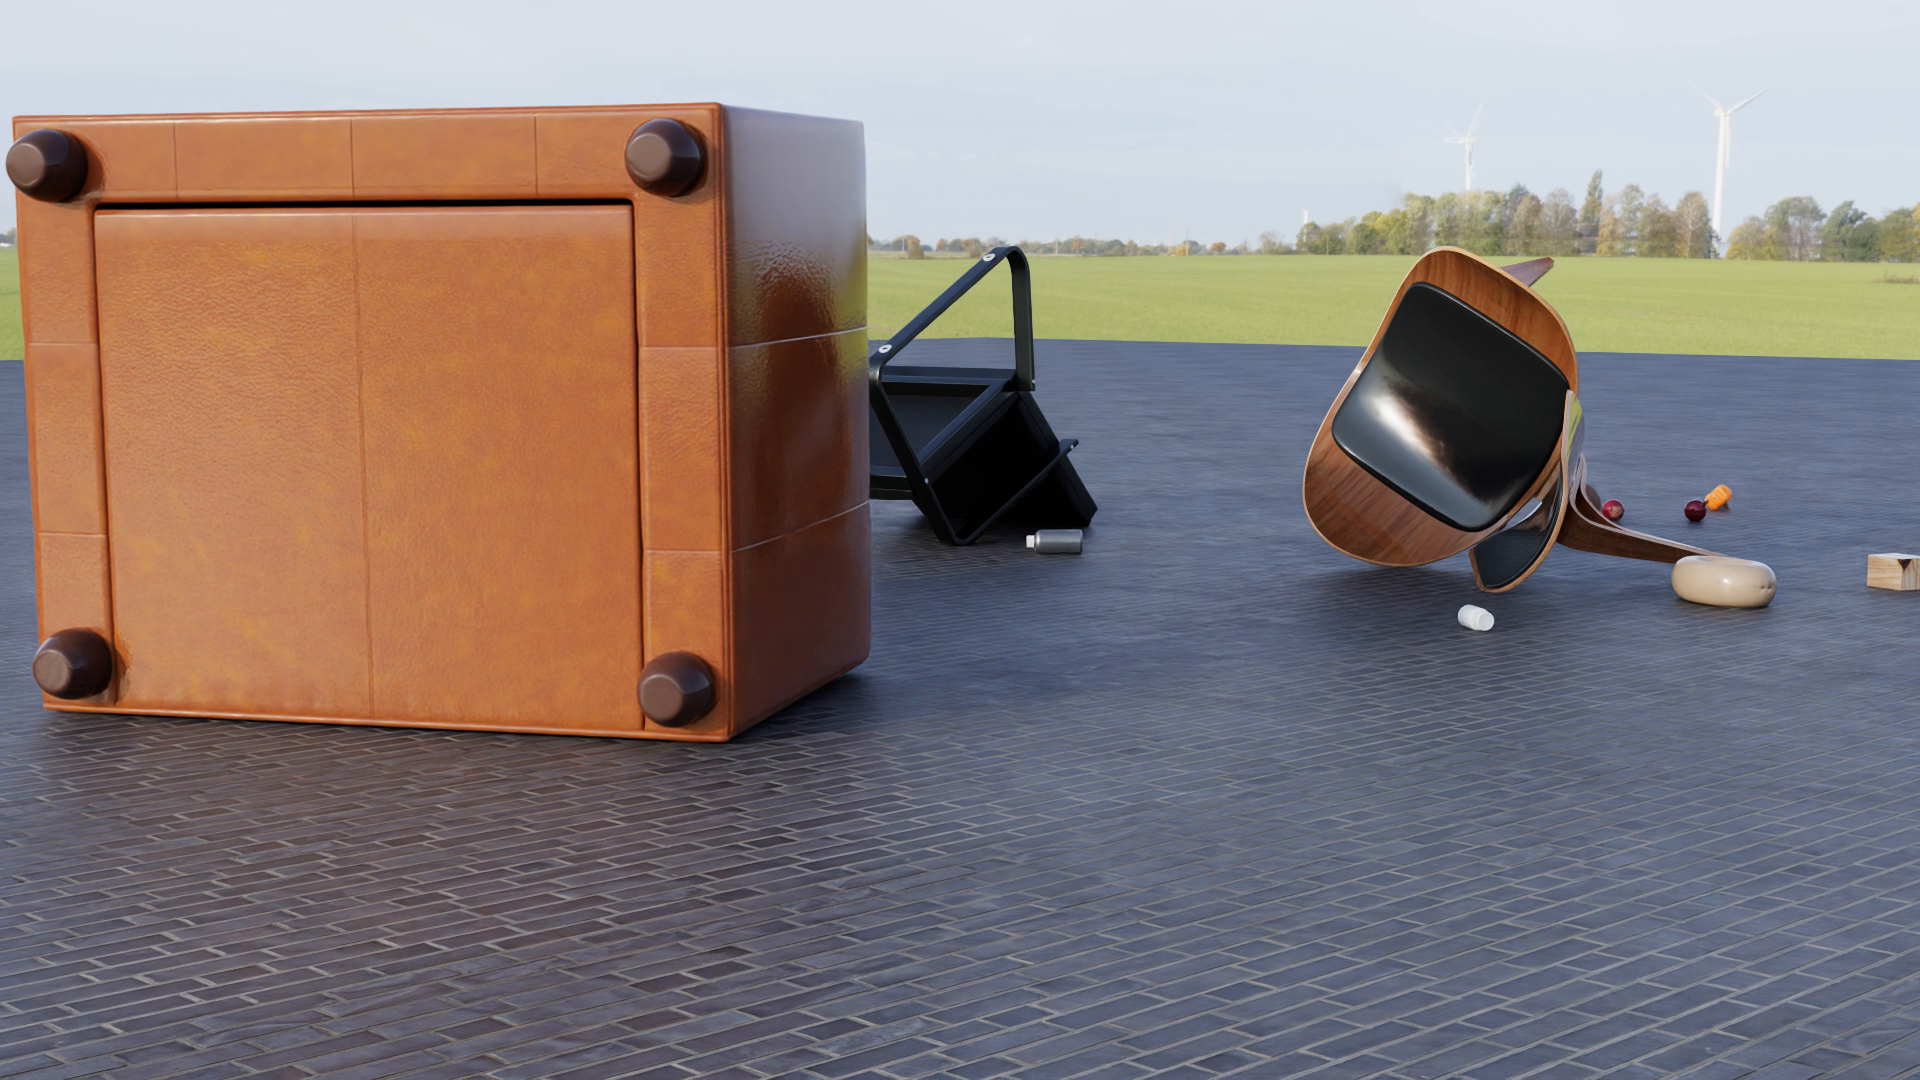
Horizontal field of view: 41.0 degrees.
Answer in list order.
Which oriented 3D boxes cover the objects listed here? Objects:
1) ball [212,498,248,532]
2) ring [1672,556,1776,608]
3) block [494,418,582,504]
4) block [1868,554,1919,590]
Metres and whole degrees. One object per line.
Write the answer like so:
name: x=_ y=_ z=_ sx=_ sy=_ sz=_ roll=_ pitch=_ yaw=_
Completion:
ball: x=-1.877 y=-0.063 z=6.591 sx=0.089 sy=0.089 sz=0.089 roll=0 pitch=6 yaw=0
ring: x=1.543 y=0.084 z=5.185 sx=0.170 sy=0.087 sz=0.242 roll=-1 pitch=7 yaw=-26
block: x=-1.239 y=-0.235 z=7.542 sx=0.165 sy=0.236 sz=0.193 roll=4 pitch=7 yaw=37
block: x=1.989 y=0.067 z=5.440 sx=0.075 sy=0.066 sz=0.095 roll=-3 pitch=7 yaw=-25
